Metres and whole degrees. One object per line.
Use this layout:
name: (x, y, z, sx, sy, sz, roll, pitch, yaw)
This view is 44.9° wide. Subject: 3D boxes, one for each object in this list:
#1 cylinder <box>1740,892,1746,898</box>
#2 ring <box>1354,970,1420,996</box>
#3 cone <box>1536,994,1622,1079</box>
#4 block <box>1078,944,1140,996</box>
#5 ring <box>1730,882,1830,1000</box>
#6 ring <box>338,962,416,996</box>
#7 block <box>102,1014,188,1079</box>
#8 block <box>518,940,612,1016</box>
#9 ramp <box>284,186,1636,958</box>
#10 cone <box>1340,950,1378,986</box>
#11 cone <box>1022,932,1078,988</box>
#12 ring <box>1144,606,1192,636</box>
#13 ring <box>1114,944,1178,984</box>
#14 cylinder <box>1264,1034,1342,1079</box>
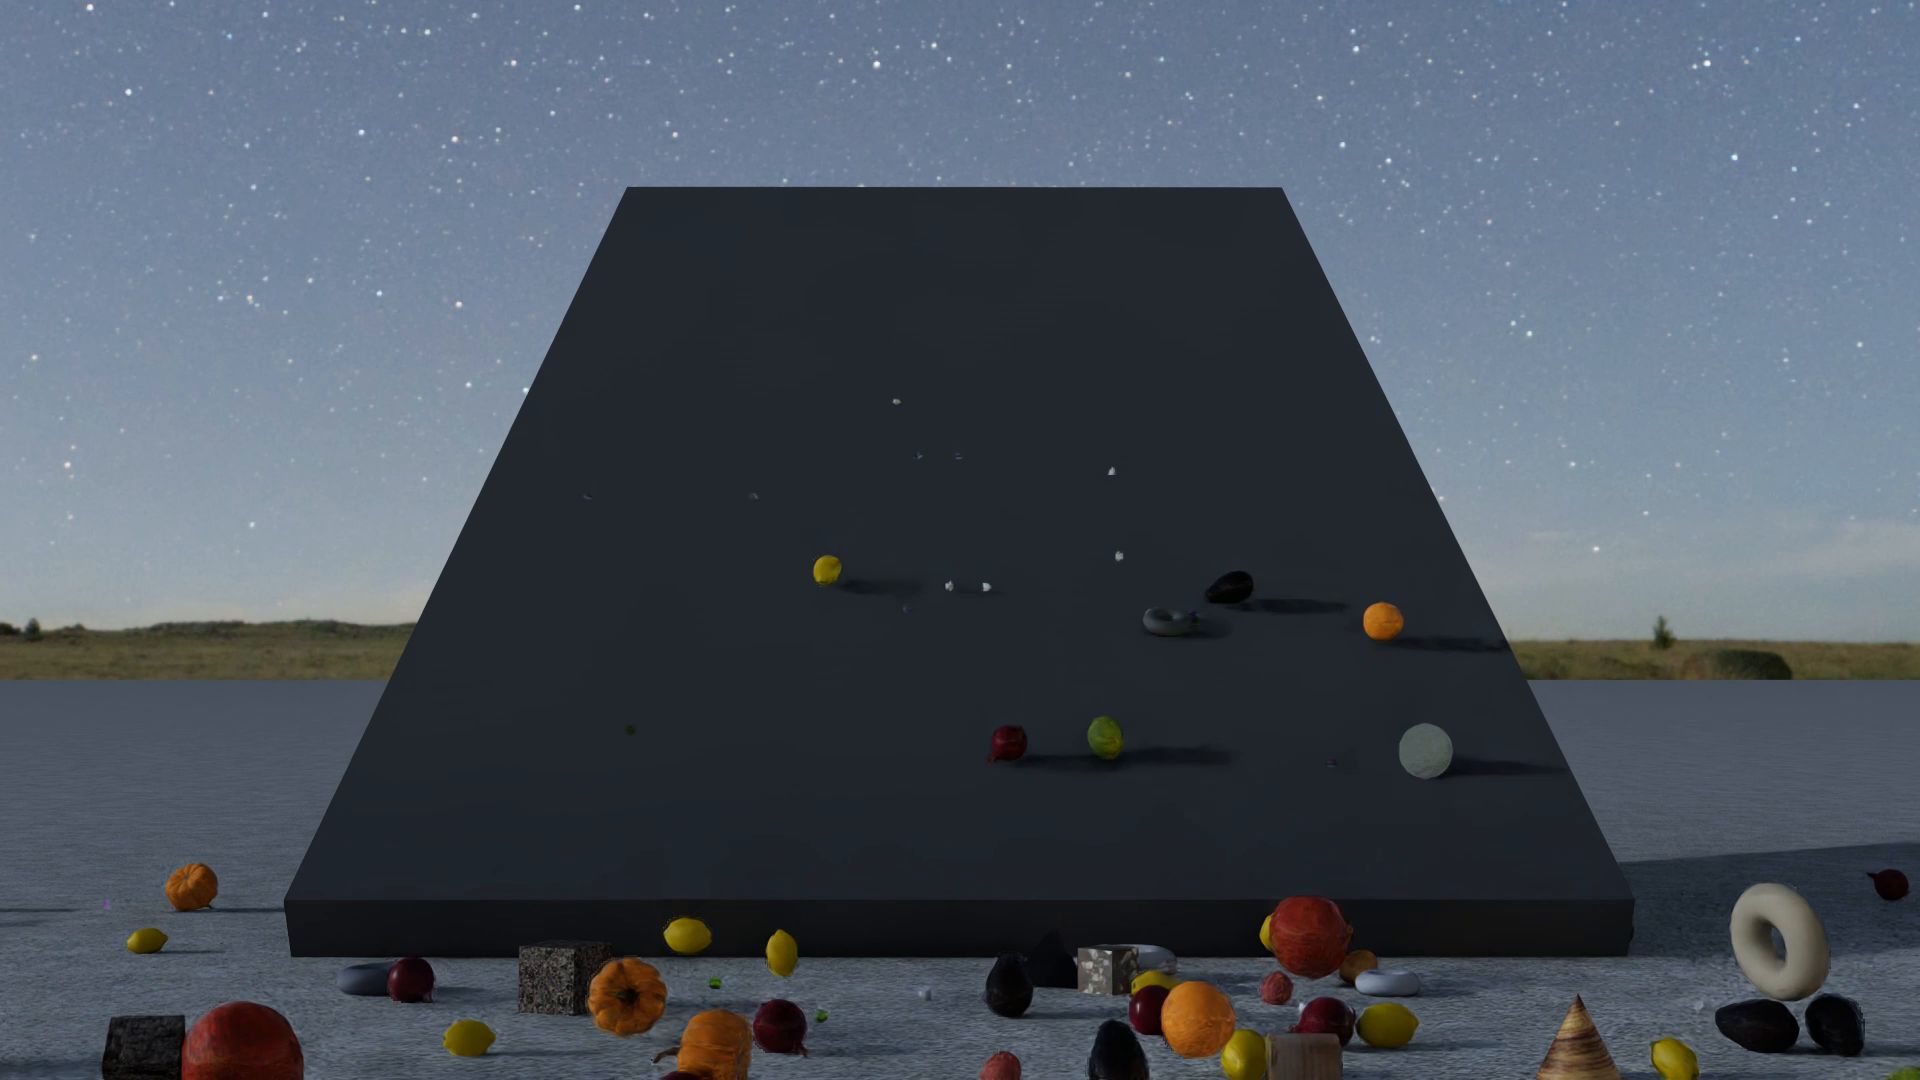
cylinder: (1.345, 0.622, 3.915, 0.054, 0.054, 0.054, -1, -3, 16)
ring: (0.567, 0.587, 3.078, 0.086, 0.029, 0.086, -1, -3, 0)
cone: (0.647, 0.519, 2.430, 0.090, 0.090, 0.090, 0, -3, 0)
block: (0.198, 0.573, 3.099, 0.058, 0.058, 0.058, -3, -4, 42)
ring: (0.926, 0.454, 2.627, 0.045, 0.136, 0.136, -9, 0, -22)
ring: (-0.777, 0.585, 3.095, 0.103, 0.034, 0.103, -1, -3, 0)
block: (-0.781, 0.505, 2.230, 0.068, 0.068, 0.068, 1, 30, -12)
block: (-0.498, 0.551, 2.930, 0.082, 0.082, 0.082, -2, -4, 25)
ramp: (-0.008, -0.228, 5.287, 2.000, 0.100, 4.000, 0, 24, 0)
cone: (0.548, 0.592, 3.133, 0.056, 0.056, 0.056, 1, 23, -15)
cone: (0.143, 0.586, 3.135, 0.083, 0.083, 0.083, 29, 12, 29)
ring: (0.382, 0.150, 4.271, 0.089, 0.030, 0.089, 1, 25, 0)
ring: (0.236, 0.587, 3.213, 0.131, 0.044, 0.131, -1, -2, 0)
cylinder: (0.339, 0.522, 2.293, 0.068, 0.068, 0.068, 0, -3, 1)
